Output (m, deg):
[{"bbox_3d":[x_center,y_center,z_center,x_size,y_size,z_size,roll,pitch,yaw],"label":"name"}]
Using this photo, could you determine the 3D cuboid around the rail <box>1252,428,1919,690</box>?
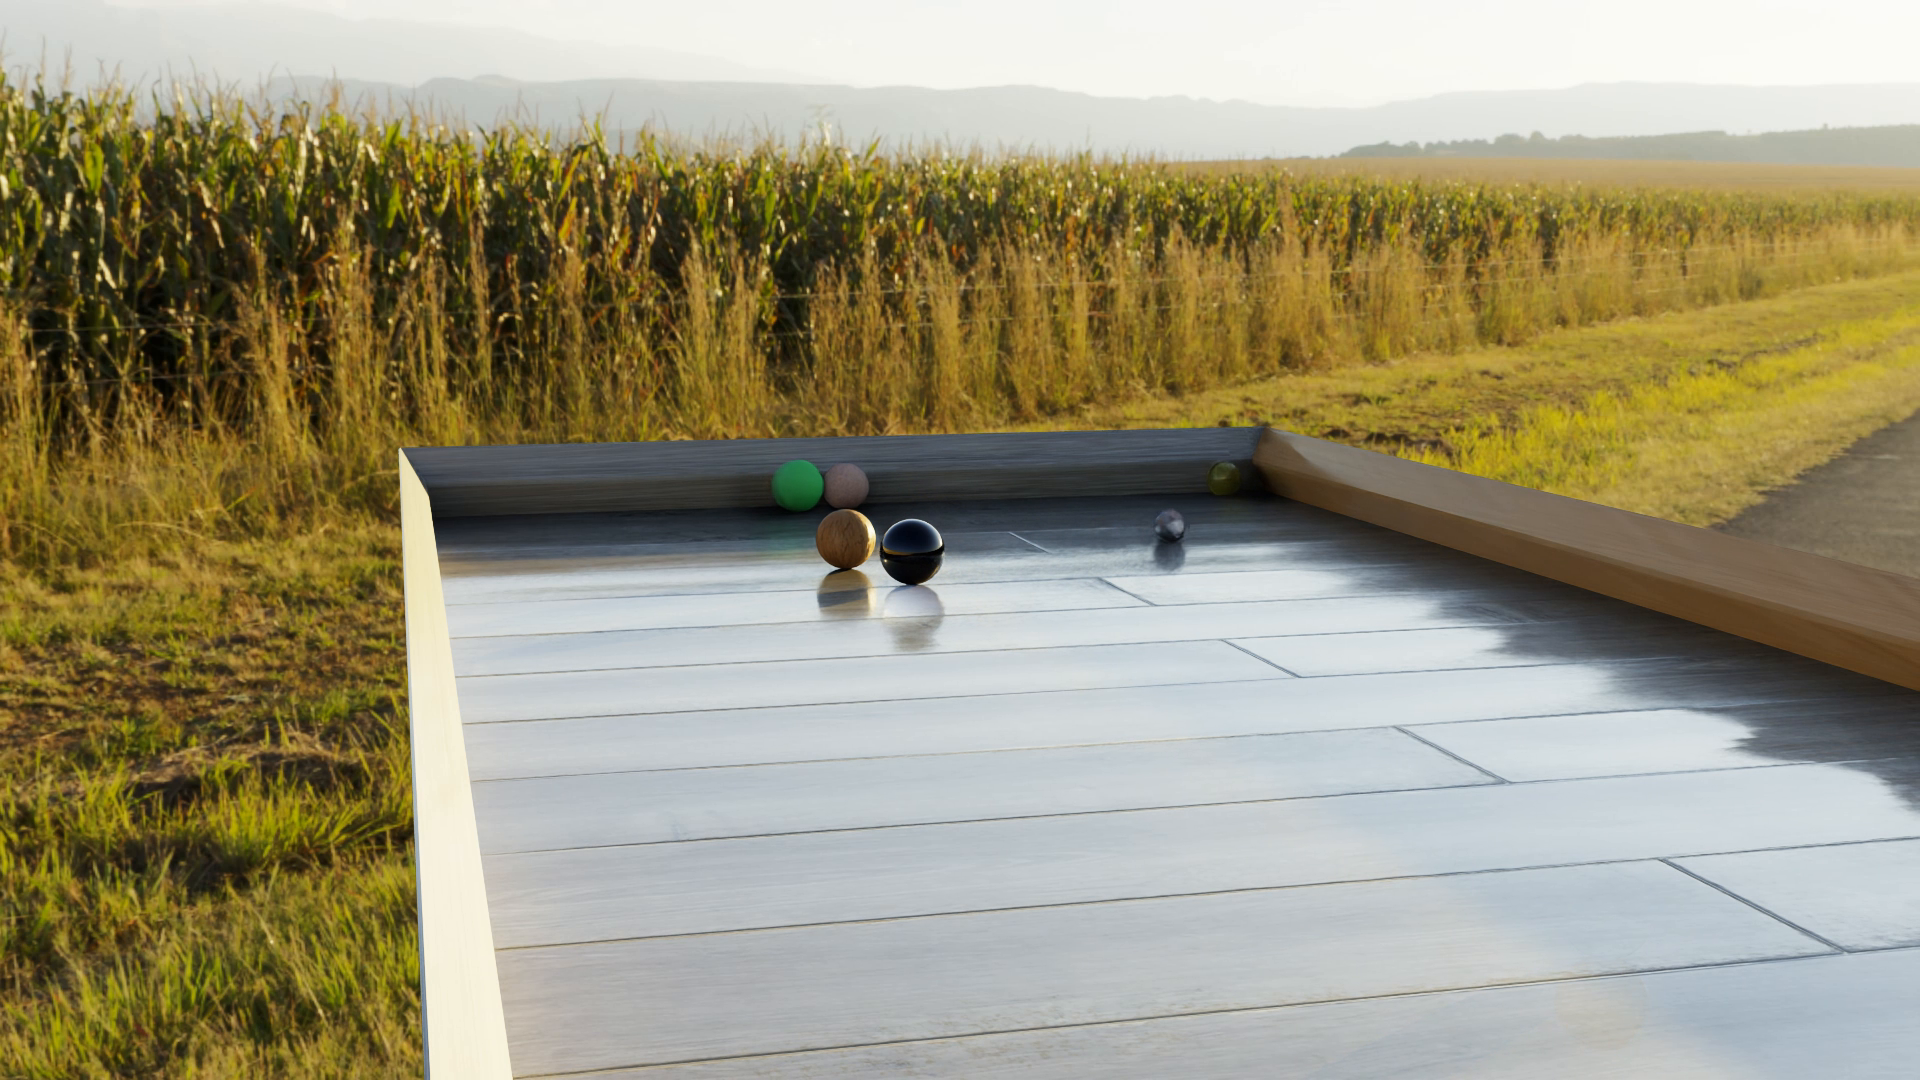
[{"bbox_3d":[0.975,0.062,2.788,0.045,0.125,3.198,-2,8,-14],"label":"rail"}]

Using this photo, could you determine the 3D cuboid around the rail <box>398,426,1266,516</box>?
[{"bbox_3d":[-0.193,-0.128,4.100,1.651,0.125,0.045,-2,8,-14],"label":"rail"}]

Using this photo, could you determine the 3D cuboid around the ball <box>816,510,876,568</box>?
[{"bbox_3d":[-0.174,-0.001,3.347,0.091,0.091,0.091,0,8,0],"label":"ball"}]

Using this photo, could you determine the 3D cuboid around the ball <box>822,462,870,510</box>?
[{"bbox_3d":[-0.210,-0.099,4.032,0.087,0.087,0.087,0,8,0],"label":"ball"}]

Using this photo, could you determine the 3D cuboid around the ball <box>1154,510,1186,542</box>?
[{"bbox_3d":[0.347,-0.023,3.625,0.053,0.053,0.053,0,8,0],"label":"ball"}]

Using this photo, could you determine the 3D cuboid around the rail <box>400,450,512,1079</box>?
[{"bbox_3d":[-0.578,0.119,2.393,0.045,0.125,3.198,-2,8,-14],"label":"rail"}]

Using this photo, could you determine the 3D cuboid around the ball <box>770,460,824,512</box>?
[{"bbox_3d":[-0.297,-0.099,4.005,0.096,0.096,0.096,0,8,0],"label":"ball"}]

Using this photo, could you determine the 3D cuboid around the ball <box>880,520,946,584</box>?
[{"bbox_3d":[-0.069,0.017,3.200,0.096,0.096,0.096,0,8,0],"label":"ball"}]

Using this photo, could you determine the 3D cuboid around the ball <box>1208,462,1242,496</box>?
[{"bbox_3d":[0.510,-0.118,4.237,0.067,0.067,0.067,0,8,0],"label":"ball"}]
